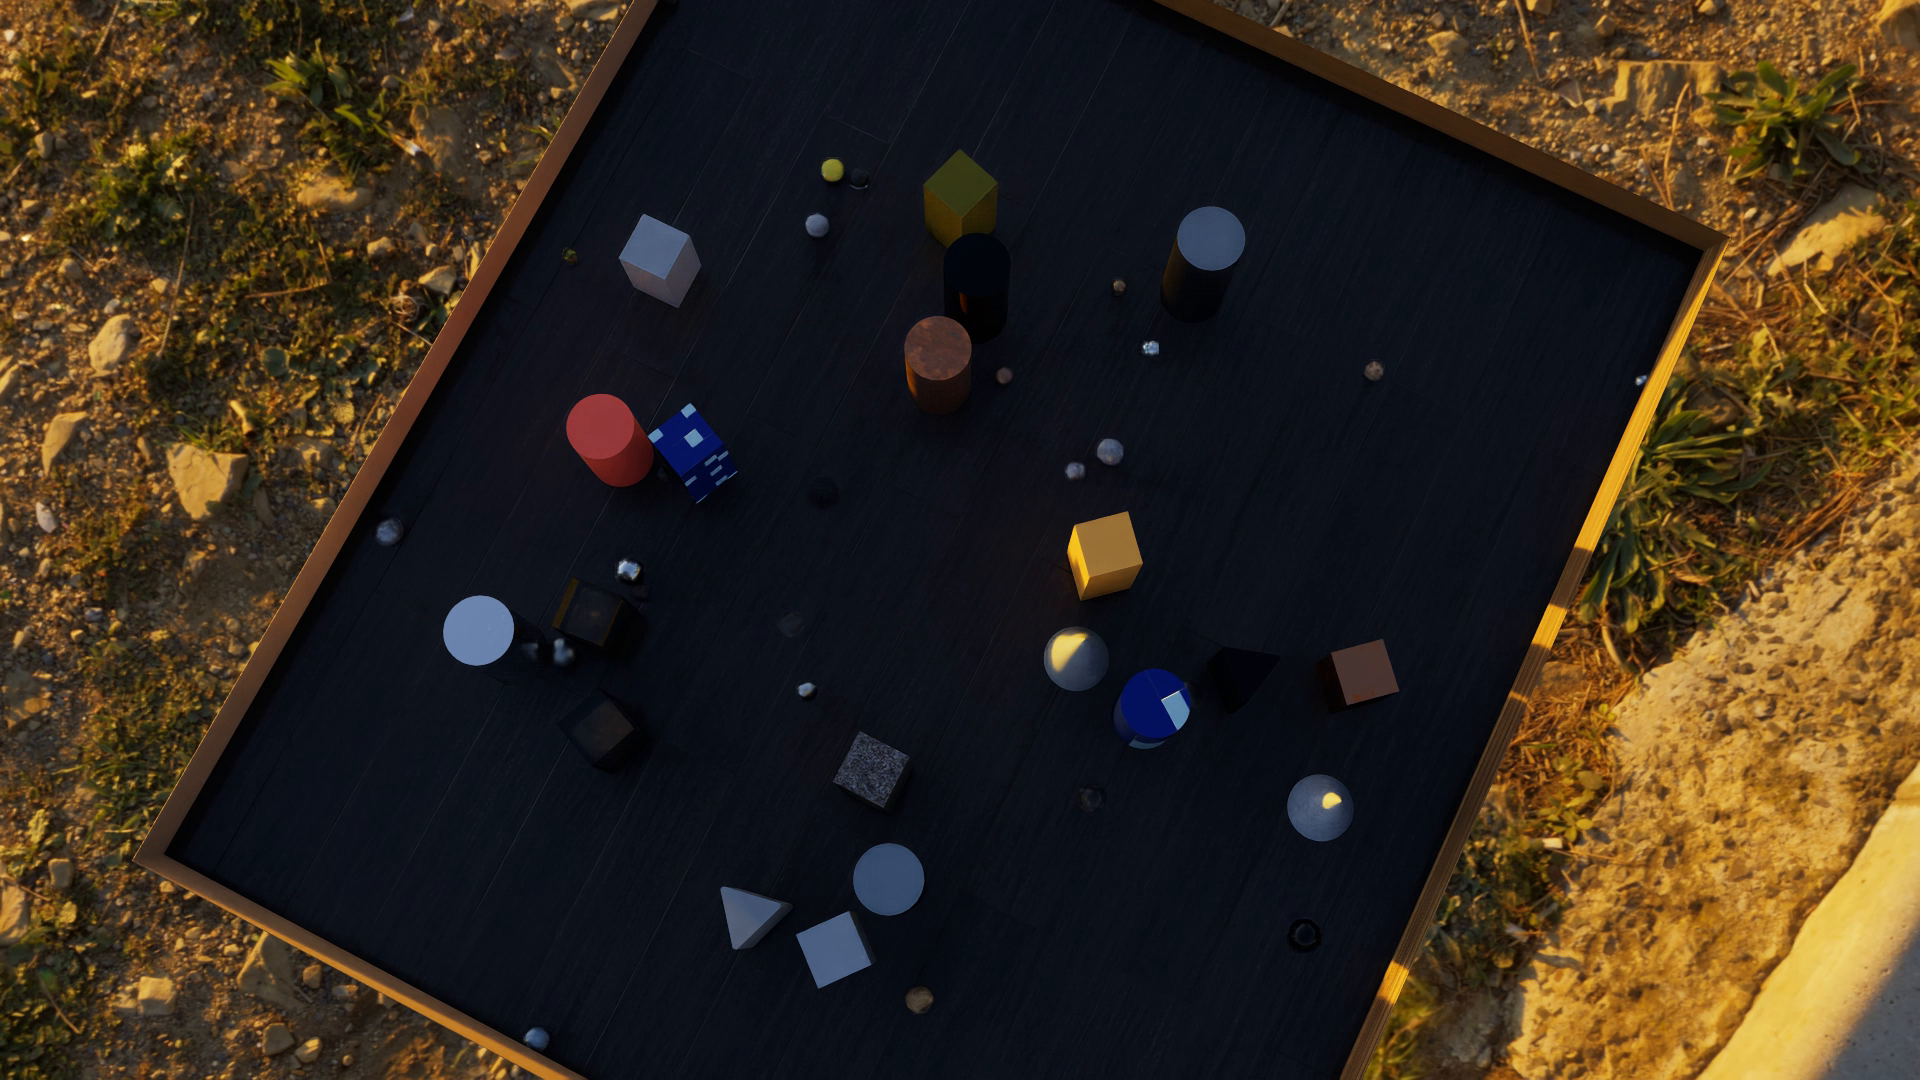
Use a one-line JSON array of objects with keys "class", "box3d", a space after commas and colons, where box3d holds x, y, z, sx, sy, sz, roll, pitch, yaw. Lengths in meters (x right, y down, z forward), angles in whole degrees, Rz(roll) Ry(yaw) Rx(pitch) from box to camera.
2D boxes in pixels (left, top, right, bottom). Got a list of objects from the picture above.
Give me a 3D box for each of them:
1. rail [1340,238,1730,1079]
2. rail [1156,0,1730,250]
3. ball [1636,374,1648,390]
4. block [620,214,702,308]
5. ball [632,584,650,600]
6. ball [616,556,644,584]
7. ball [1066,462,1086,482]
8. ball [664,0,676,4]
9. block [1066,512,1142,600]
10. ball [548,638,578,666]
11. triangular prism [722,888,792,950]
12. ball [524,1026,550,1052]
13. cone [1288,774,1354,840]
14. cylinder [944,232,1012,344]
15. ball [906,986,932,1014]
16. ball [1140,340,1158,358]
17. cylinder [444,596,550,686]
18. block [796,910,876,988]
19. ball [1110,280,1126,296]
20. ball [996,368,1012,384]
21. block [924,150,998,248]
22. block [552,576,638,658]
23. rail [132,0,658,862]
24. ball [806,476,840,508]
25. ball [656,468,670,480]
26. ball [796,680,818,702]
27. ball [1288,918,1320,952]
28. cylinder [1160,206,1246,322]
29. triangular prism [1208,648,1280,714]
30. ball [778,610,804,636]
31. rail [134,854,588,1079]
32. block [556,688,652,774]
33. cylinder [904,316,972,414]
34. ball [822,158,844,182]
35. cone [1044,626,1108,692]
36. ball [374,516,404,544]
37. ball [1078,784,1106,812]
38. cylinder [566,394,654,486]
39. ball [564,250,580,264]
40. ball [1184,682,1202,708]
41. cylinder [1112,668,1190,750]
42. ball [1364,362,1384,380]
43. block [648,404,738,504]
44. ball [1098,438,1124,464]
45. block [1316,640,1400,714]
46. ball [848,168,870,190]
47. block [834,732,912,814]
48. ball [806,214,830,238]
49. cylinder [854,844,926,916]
[{"class": "rail", "box3d": [1.512, 0.747, 5.395, 0.045, 0.128, 3.843, 26, 80, 5]}, {"class": "rail", "box3d": [0.849, -1.655, 5.893, 3.428, 0.128, 0.045, 26, 80, 5]}, {"class": "ball", "box3d": [2.122, -0.491, 5.695, 0.046, 0.046, 0.046, 0, 78, 0]}, {"class": "block", "box3d": [-0.923, -0.859, 5.660, 0.158, 0.263, 0.158, 26, 79, 5]}, {"class": "ball", "box3d": [-0.967, 0.159, 5.558, 0.051, 0.051, 0.051, 0, 78, 0]}, {"class": "ball", "box3d": [-1.000, 0.093, 5.553, 0.086, 0.086, 0.086, 0, 78, 0]}, {"class": "ball", "box3d": [0.356, -0.211, 5.629, 0.061, 0.061, 0.061, 0, 78, 0]}, {"class": "ball", "box3d": [-0.945, -1.769, 5.955, 0.054, 0.054, 0.054, 0, 78, 0]}, {"class": "block", "box3d": [0.423, 0.052, 5.406, 0.158, 0.392, 0.158, -14, 79, -3]}, {"class": "ball", "box3d": [-1.193, 0.337, 5.503, 0.086, 0.086, 0.086, 0, 78, 0]}, {"class": "triangular prism", "box3d": [-0.603, 1.044, 5.203, 0.171, 0.386, 0.148, -43, 81, -8]}, {"class": "ball", "box3d": [-1.220, 1.441, 5.282, 0.071, 0.071, 0.071, 0, 78, 0]}, {"class": "cone", "box3d": [1.073, 0.765, 5.303, 0.197, 0.304, 0.197, 0, 78, 0]}, {"class": "cylinder", "box3d": [0.050, -0.756, 5.546, 0.197, 0.445, 0.197, 0, 78, 0]}, {"class": "ball", "box3d": [-0.118, 1.329, 5.301, 0.079, 0.079, 0.079, 0, 78, 0]}, {"class": "ball", "box3d": [0.590, -0.596, 5.713, 0.052, 0.052, 0.052, 0, 78, 0]}, {"class": "cylinder", "box3d": [-1.340, 0.298, 5.322, 0.197, 0.455, 0.197, 0, 78, 0]}, {"class": "block", "box3d": [-0.347, 1.159, 5.197, 0.158, 0.352, 0.158, -23, 79, -5]}, {"class": "ball", "box3d": [0.498, -0.792, 5.754, 0.052, 0.052, 0.052, 0, 78, 0]}, {"class": "ball", "box3d": [0.136, -0.509, 5.696, 0.052, 0.052, 0.052, 0, 78, 0]}, {"class": "block", "box3d": [0.002, -1.028, 5.646, 0.158, 0.359, 0.158, 43, 81, 8]}, {"class": "block", "box3d": [-1.082, 0.231, 5.438, 0.158, 0.256, 0.158, 21, 79, 4]}, {"class": "rail", "box3d": [-1.512, -0.734, 5.702, 0.045, 0.128, 3.843, 26, 80, 5]}, {"class": "ball", "box3d": [-0.418, -0.148, 5.597, 0.099, 0.099, 0.099, 0, 78, 0]}, {"class": "ball", "box3d": [-0.911, -0.203, 5.637, 0.043, 0.043, 0.043, 0, 78, 0]}, {"class": "ball", "box3d": [-0.458, 0.451, 5.490, 0.065, 0.065, 0.065, 0, 78, 0]}, {"class": "ball", "box3d": [1.002, 1.149, 5.331, 0.093, 0.093, 0.093, 0, 78, 0]}, {"class": "cylinder", "box3d": [0.729, -0.827, 5.545, 0.197, 0.475, 0.197, 0, 78, 0]}, {"class": "triangular prism", "box3d": [0.807, 0.384, 5.386, 0.148, 0.296, 0.171, 38, 81, 7]}, {"class": "ball", "box3d": [-0.509, 0.252, 5.524, 0.078, 0.078, 0.078, 0, 78, 0]}, {"class": "rail", "box3d": [-0.849, 1.669, 5.205, 3.428, 0.128, 0.045, 26, 80, 5]}, {"class": "block", "box3d": [-1.032, 0.560, 5.341, 0.158, 0.313, 0.158, -41, 81, -8]}, {"class": "cylinder", "box3d": [-0.065, -0.524, 5.538, 0.197, 0.367, 0.197, 0, 78, 0]}, {"class": "ball", "box3d": [-0.404, -1.174, 5.822, 0.074, 0.074, 0.074, 0, 78, 0]}, {"class": "cone", "box3d": [0.352, 0.319, 5.351, 0.197, 0.391, 0.197, 0, 78, 0]}, {"class": "ball", "box3d": [-1.739, -0.029, 5.578, 0.088, 0.088, 0.088, 0, 78, 0]}, {"class": "ball", "box3d": [0.388, 0.764, 5.416, 0.082, 0.082, 0.082, 0, 78, 0]}, {"class": "cylinder", "box3d": [-1.046, -0.295, 5.500, 0.197, 0.348, 0.197, 0, 78, 0]}, {"class": "ball", "box3d": [-1.225, -0.892, 5.777, 0.047, 0.047, 0.047, 0, 78, 0]}, {"class": "ball", "box3d": [0.685, 0.462, 5.480, 0.080, 0.080, 0.080, 0, 78, 0]}, {"class": "cylinder", "box3d": [0.552, 0.495, 5.341, 0.197, 0.338, 0.197, 0, 78, 0]}, {"class": "ball", "box3d": [1.287, -0.524, 5.695, 0.059, 0.059, 0.059, 0, 78, 0]}, {"class": "block", "box3d": [-0.798, -0.256, 5.494, 0.158, 0.343, 0.158, -39, 81, -7]}, {"class": "ball", "box3d": [0.463, -0.271, 5.631, 0.081, 0.081, 0.081, 0, 78, 0]}, {"class": "block", "box3d": [1.169, 0.405, 5.408, 0.158, 0.243, 0.158, -15, 79, -3]}, {"class": "ball", "box3d": [-0.321, -1.146, 5.821, 0.065, 0.065, 0.065, 0, 78, 0]}, {"class": "block", "box3d": [-0.246, 0.676, 5.280, 0.158, 0.386, 0.158, 27, 80, 5]}, {"class": "ball", "box3d": [-0.450, -0.991, 5.783, 0.075, 0.075, 0.075, 0, 78, 0]}, {"class": "cylinder", "box3d": [-0.198, 0.974, 5.242, 0.197, 0.339, 0.197, 0, 78, 0]}]
